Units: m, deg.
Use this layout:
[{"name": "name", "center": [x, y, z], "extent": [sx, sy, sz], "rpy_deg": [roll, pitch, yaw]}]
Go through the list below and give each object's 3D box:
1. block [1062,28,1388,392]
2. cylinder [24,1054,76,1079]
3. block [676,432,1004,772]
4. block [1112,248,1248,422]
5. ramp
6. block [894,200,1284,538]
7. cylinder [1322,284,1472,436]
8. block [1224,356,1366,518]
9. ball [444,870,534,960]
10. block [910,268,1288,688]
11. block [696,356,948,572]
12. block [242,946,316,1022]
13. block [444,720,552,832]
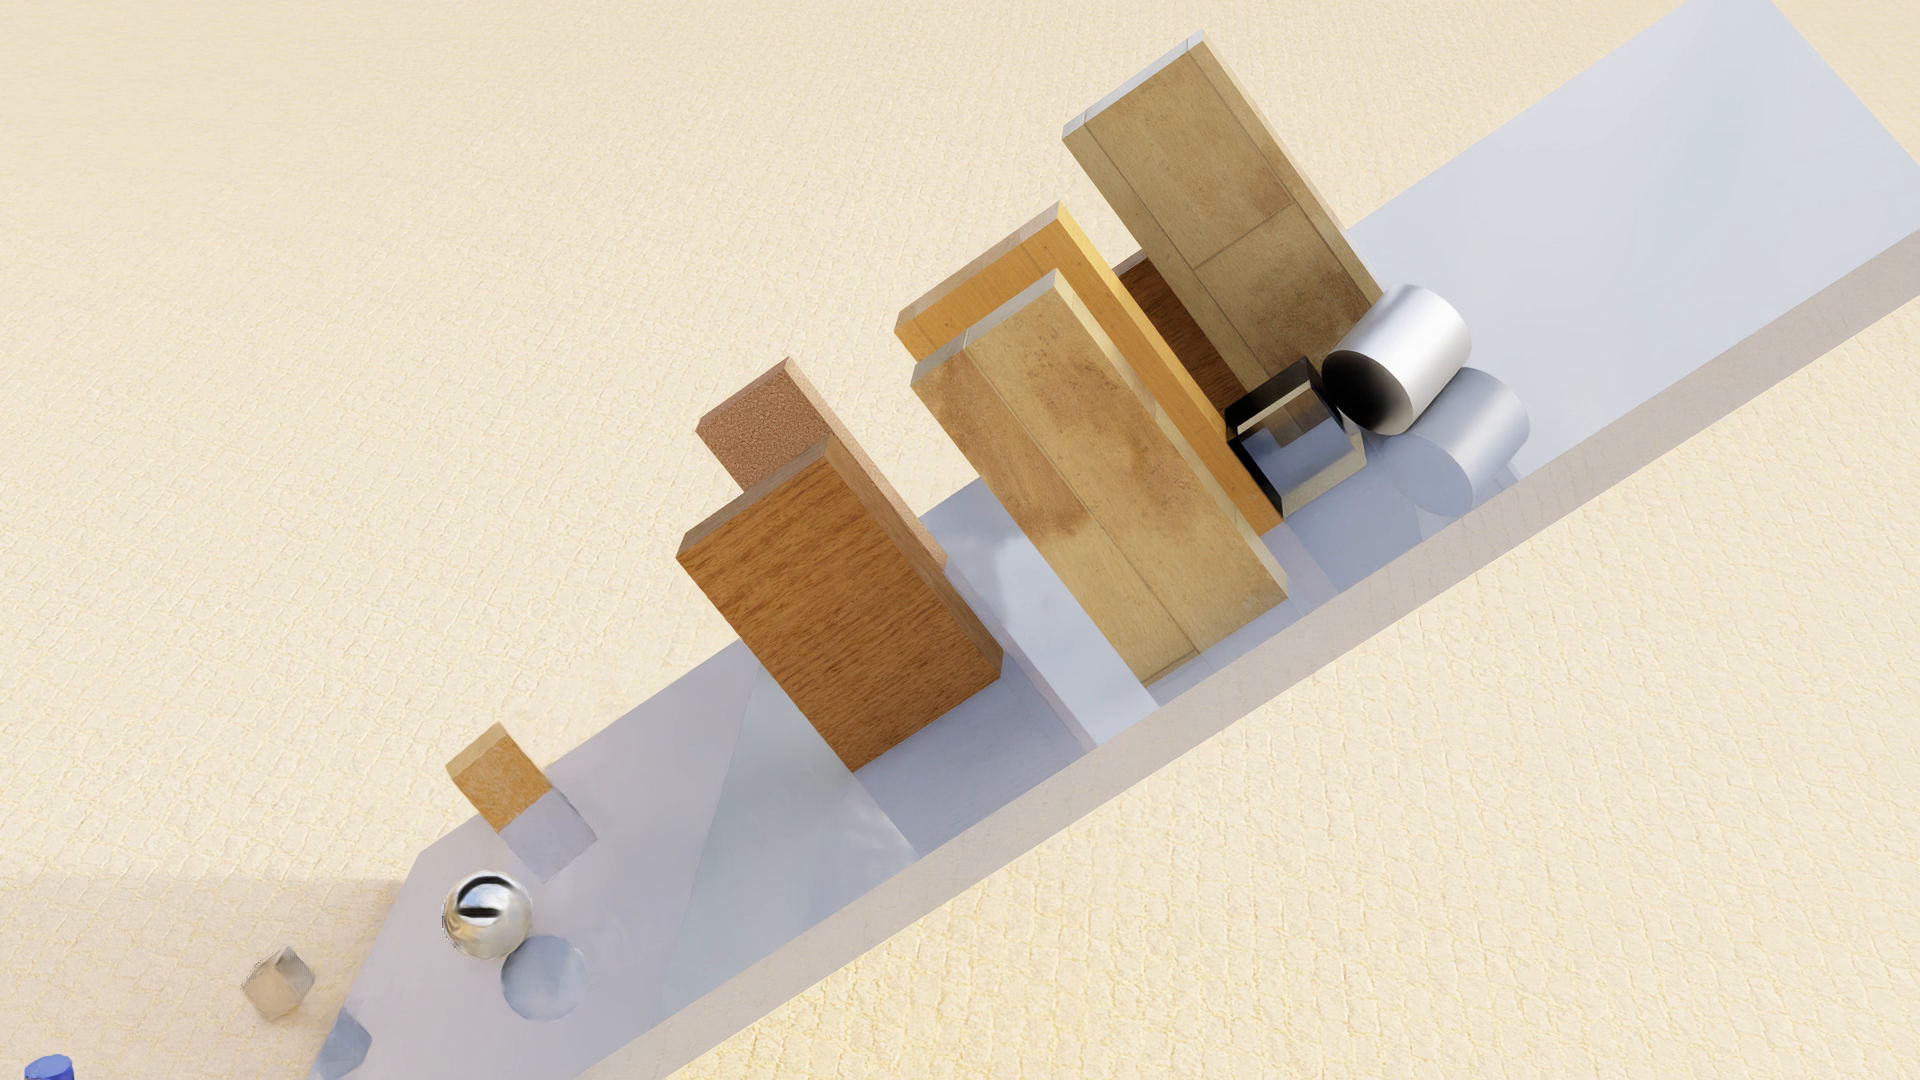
[{"name": "block", "center": [0.571, -0.617, 5.959], "extent": [0.342, 0.769, 0.114], "rpy_deg": [-34, 16, 16]}, {"name": "cylinder", "center": [-2.091, 1.260, 6.776], "extent": [0.108, 0.108, 0.108], "rpy_deg": [-5, 20, 2]}, {"name": "block", "center": [-0.241, 0.132, 5.987], "extent": [0.379, 0.587, 0.134], "rpy_deg": [-34, 16, 16]}, {"name": "block", "center": [0.477, -0.415, 6.238], "extent": [0.408, 0.428, 0.095], "rpy_deg": [-34, 16, 16]}, {"name": "ramp", "center": [0.131, 0.177, 6.317], "extent": [4.000, 0.100, 2.000], "rpy_deg": [-34, 16, 16]}, {"name": "block", "center": [0.252, -0.238, 5.652], "extent": [0.381, 0.739, 0.126], "rpy_deg": [-34, 16, 16]}, {"name": "cylinder", "center": [0.838, -0.347, 5.648], "extent": [0.207, 0.207, 0.207], "rpy_deg": [19, 54, 39]}, {"name": "block", "center": [0.647, -0.200, 5.687], "extent": [0.191, 0.191, 0.191], "rpy_deg": [-34, 16, 15]}, {"name": "ball", "center": [-1.047, 0.832, 6.533], "extent": [0.197, 0.197, 0.197], "rpy_deg": [0, 22, 0]}, {"name": "block", "center": [0.255, -0.106, 5.303], "extent": [0.316, 0.719, 0.114], "rpy_deg": [-34, 16, 16]}, {"name": "block", "center": [-0.317, -0.106, 6.801], "extent": [0.260, 0.606, 0.095], "rpy_deg": [-34, 16, 16]}, {"name": "block", "center": [-1.658, 1.080, 7.166], "extent": [0.109, 0.109, 0.109], "rpy_deg": [-34, 13, 16]}, {"name": "block", "center": [-1.179, 0.603, 7.510], "extent": [0.182, 0.182, 0.182], "rpy_deg": [-40, 16, -7]}]
